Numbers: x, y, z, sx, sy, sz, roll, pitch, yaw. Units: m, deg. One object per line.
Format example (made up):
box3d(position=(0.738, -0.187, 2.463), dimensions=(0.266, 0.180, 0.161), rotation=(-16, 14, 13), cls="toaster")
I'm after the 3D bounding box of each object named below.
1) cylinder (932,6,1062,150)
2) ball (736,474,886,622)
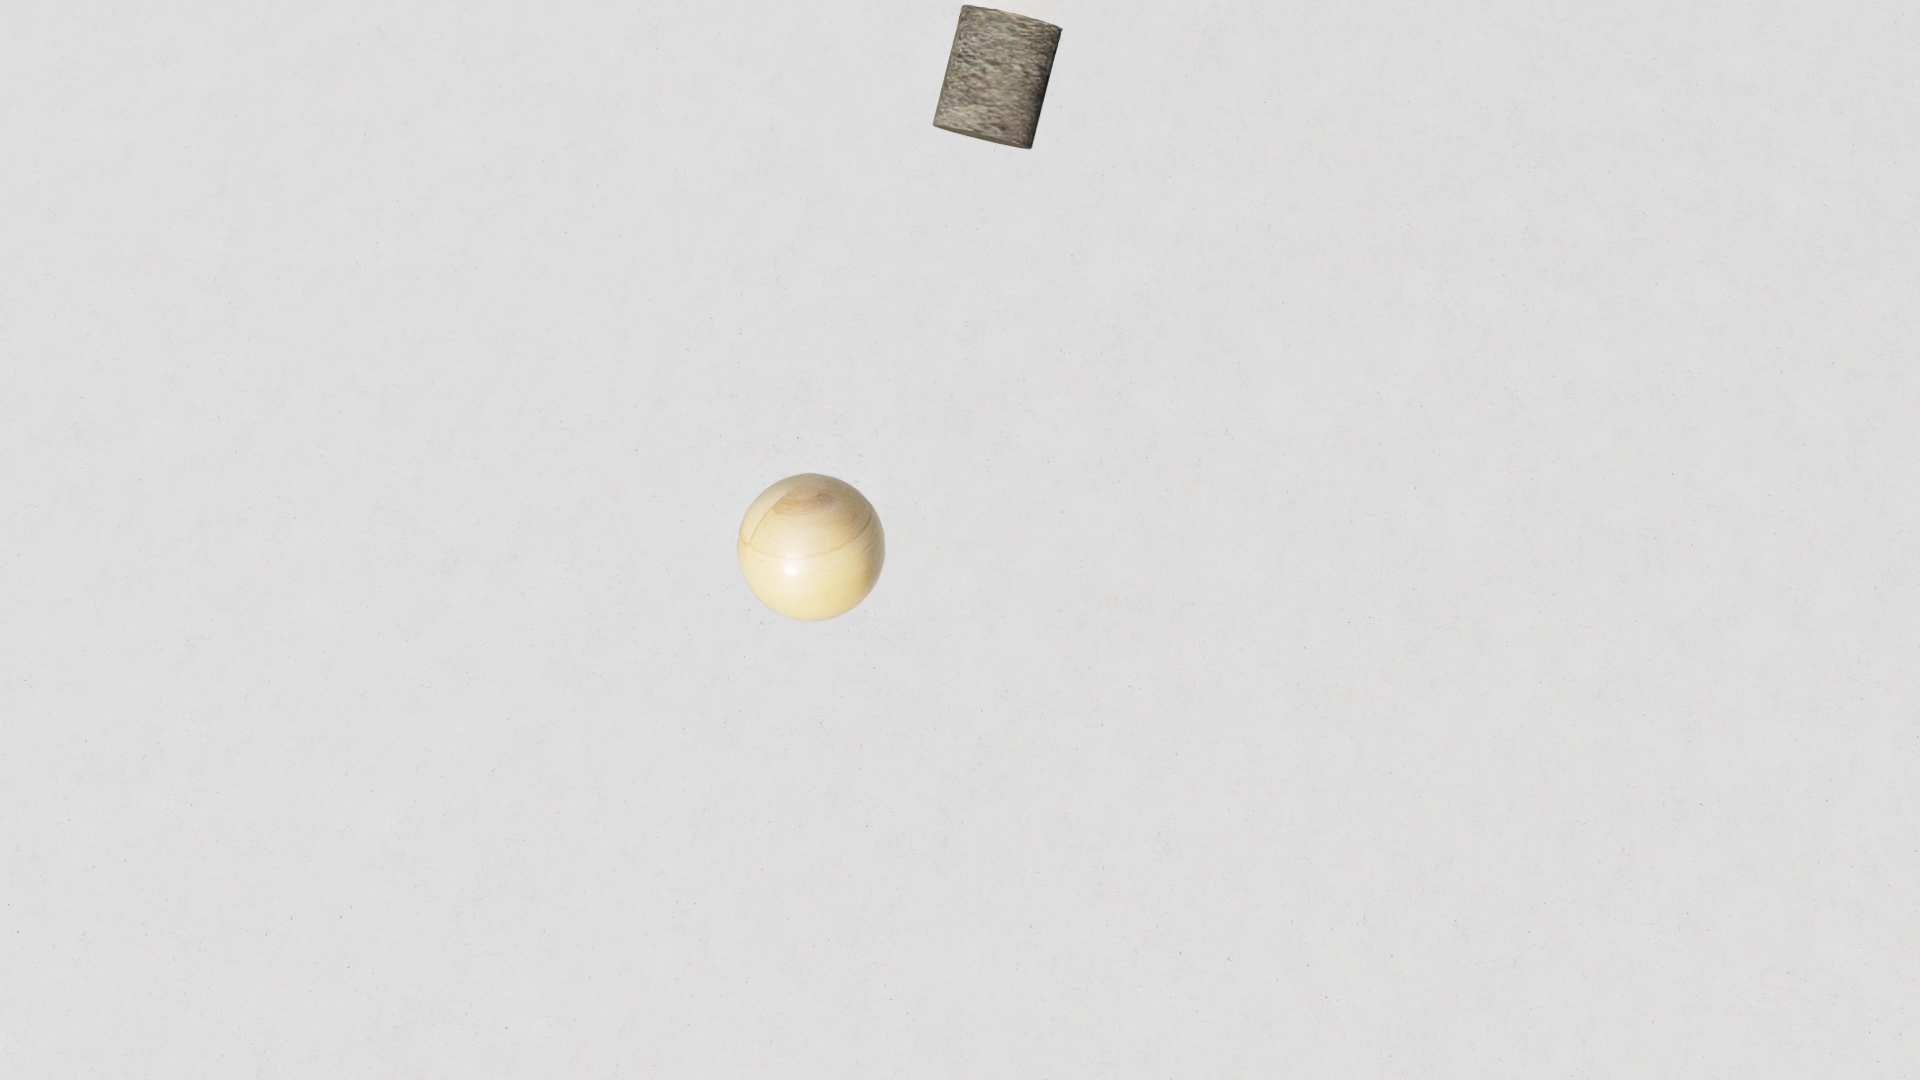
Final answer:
box3d(position=(0.080, -1.014, 4.820), dimensions=(0.235, 0.161, 0.265), rotation=(17, 97, 21), cls="cylinder")
box3d(position=(-0.234, 0.012, 3.471), dimensions=(0.234, 0.234, 0.234), rotation=(0, 56, 0), cls="ball")
